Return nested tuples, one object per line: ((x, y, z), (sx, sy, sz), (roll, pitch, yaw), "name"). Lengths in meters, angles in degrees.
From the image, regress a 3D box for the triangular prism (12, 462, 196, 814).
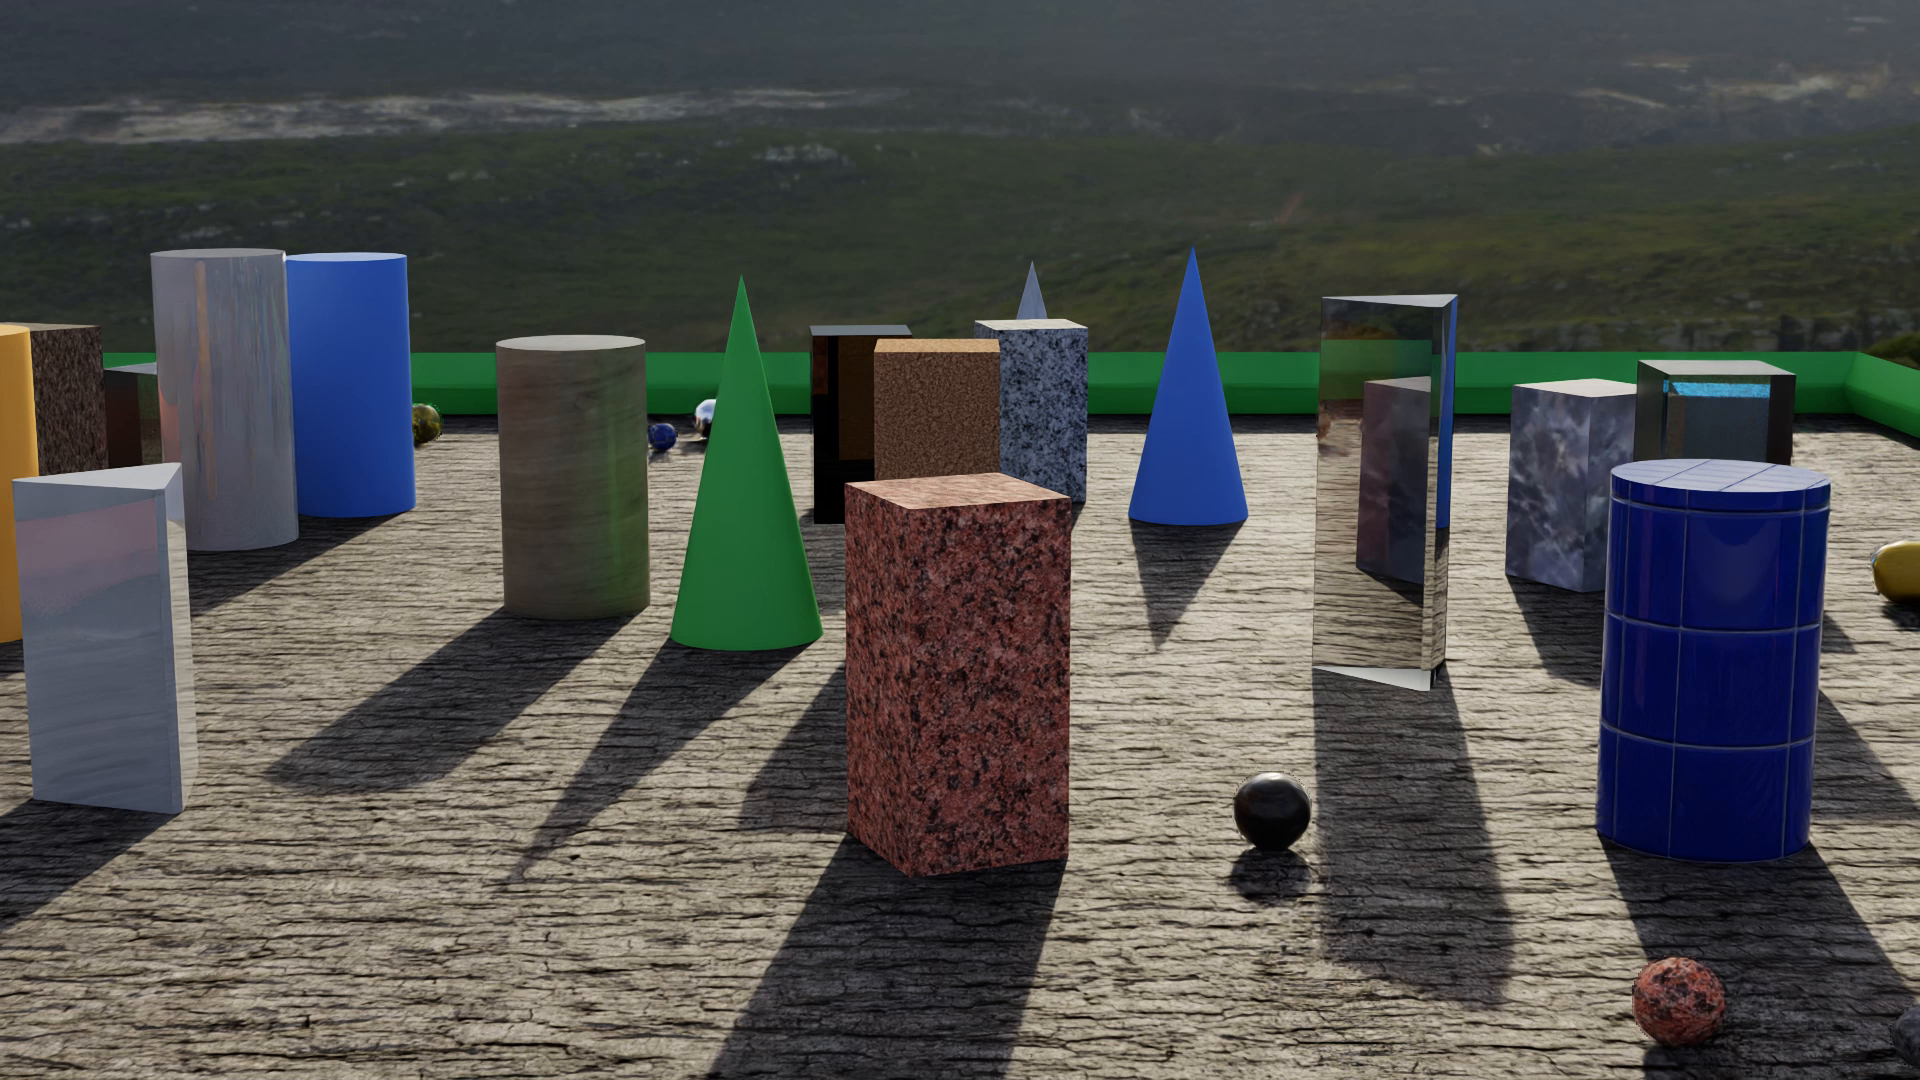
((-0.828, 0.092, 2.598), (0.172, 0.324, 0.149), (4, 11, 19), "triangular prism")

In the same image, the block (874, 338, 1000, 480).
((-0.029, -0.070, 3.352), (0.159, 0.370, 0.159), (0, 10, 0), "block")

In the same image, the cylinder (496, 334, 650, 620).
((-0.523, -0.089, 3.480), (0.199, 0.360, 0.199), (0, 10, 0), "cylinder")

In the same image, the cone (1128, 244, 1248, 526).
((0.375, -0.260, 4.174), (0.199, 0.444, 0.199), (0, 10, 0), "cone")

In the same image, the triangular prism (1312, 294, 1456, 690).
((0.545, -0.065, 3.097), (0.149, 0.453, 0.172), (-10, 14, -42), "triangular prism")

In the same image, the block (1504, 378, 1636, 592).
((0.900, -0.081, 3.673), (0.159, 0.275, 0.159), (-6, 12, -29), "block")

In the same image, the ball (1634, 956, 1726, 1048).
((0.540, 0.347, 1.927), (0.067, 0.067, 0.067), (0, 10, 0), "ball")

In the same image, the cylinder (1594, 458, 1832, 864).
((0.713, 0.110, 2.438), (0.199, 0.348, 0.199), (0, 10, 0), "cylinder")

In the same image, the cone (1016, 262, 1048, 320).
((0.135, -0.344, 4.840), (0.199, 0.367, 0.199), (0, 10, 0), "cone")

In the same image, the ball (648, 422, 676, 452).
((-0.569, -0.197, 4.903), (0.055, 0.055, 0.055), (0, 10, 0), "ball")

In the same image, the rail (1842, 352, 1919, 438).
((1.887, 0.031, 3.459), (0.045, 0.129, 4.015), (0, 10, 0), "rail")

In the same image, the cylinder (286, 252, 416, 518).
((-1.010, -0.260, 4.246), (0.199, 0.417, 0.199), (0, 10, 0), "cylinder")

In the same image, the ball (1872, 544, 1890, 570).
((1.321, 0.036, 3.630), (0.061, 0.061, 0.061), (0, 10, 0), "ball")

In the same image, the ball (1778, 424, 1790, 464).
((1.475, -0.179, 4.704), (0.091, 0.091, 0.091), (0, 10, 0), "ball")

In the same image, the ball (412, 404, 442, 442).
((-1.051, -0.227, 5.010), (0.076, 0.076, 0.076), (0, 10, 0), "ball")

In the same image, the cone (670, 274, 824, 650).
((-0.277, -0.109, 3.289), (0.199, 0.469, 0.199), (0, 10, 0), "cone")

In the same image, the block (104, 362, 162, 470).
((-1.280, -0.159, 4.178), (0.159, 0.245, 0.159), (7, 12, 32), "block")

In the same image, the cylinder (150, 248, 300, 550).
((-1.132, -0.220, 3.956), (0.199, 0.444, 0.199), (0, 10, 0), "cylinder")

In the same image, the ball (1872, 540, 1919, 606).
((1.293, 0.045, 3.503), (0.089, 0.089, 0.089), (0, 10, 0), "ball")

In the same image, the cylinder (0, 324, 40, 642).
((-1.294, -0.074, 3.312), (0.199, 0.391, 0.199), (0, 10, 0), "cylinder")

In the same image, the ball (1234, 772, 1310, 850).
((0.294, 0.255, 2.412), (0.072, 0.072, 0.072), (0, 10, 0), "ball")

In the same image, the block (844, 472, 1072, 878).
((-0.004, 0.121, 2.401), (0.159, 0.340, 0.159), (-5, 11, -23), "block")

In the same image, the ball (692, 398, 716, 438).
((-0.486, -0.238, 5.055), (0.081, 0.081, 0.081), (0, 10, 0), "ball")

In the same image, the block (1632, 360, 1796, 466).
((0.972, -0.053, 3.334), (0.159, 0.344, 0.159), (0, 10, 1), "block")

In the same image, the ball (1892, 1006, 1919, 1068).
((0.709, 0.366, 1.886), (0.045, 0.045, 0.045), (0, 10, 0), "ball")

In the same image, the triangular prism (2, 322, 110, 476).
((-1.363, -0.137, 3.762), (0.172, 0.353, 0.149), (-9, 14, -41), "triangular prism")

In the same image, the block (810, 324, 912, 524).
((-0.162, -0.190, 4.182), (0.159, 0.304, 0.159), (-1, 11, -5), "block")

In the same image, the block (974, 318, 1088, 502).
((0.120, -0.221, 4.378), (0.159, 0.294, 0.159), (-2, 11, -12), "block")

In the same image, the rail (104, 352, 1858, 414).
((-0.011, -0.328, 5.399), (3.822, 0.129, 0.045), (0, 10, 0), "rail")

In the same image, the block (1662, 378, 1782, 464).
((1.138, -0.106, 3.858), (0.159, 0.255, 0.159), (2, 11, 11), "block")
